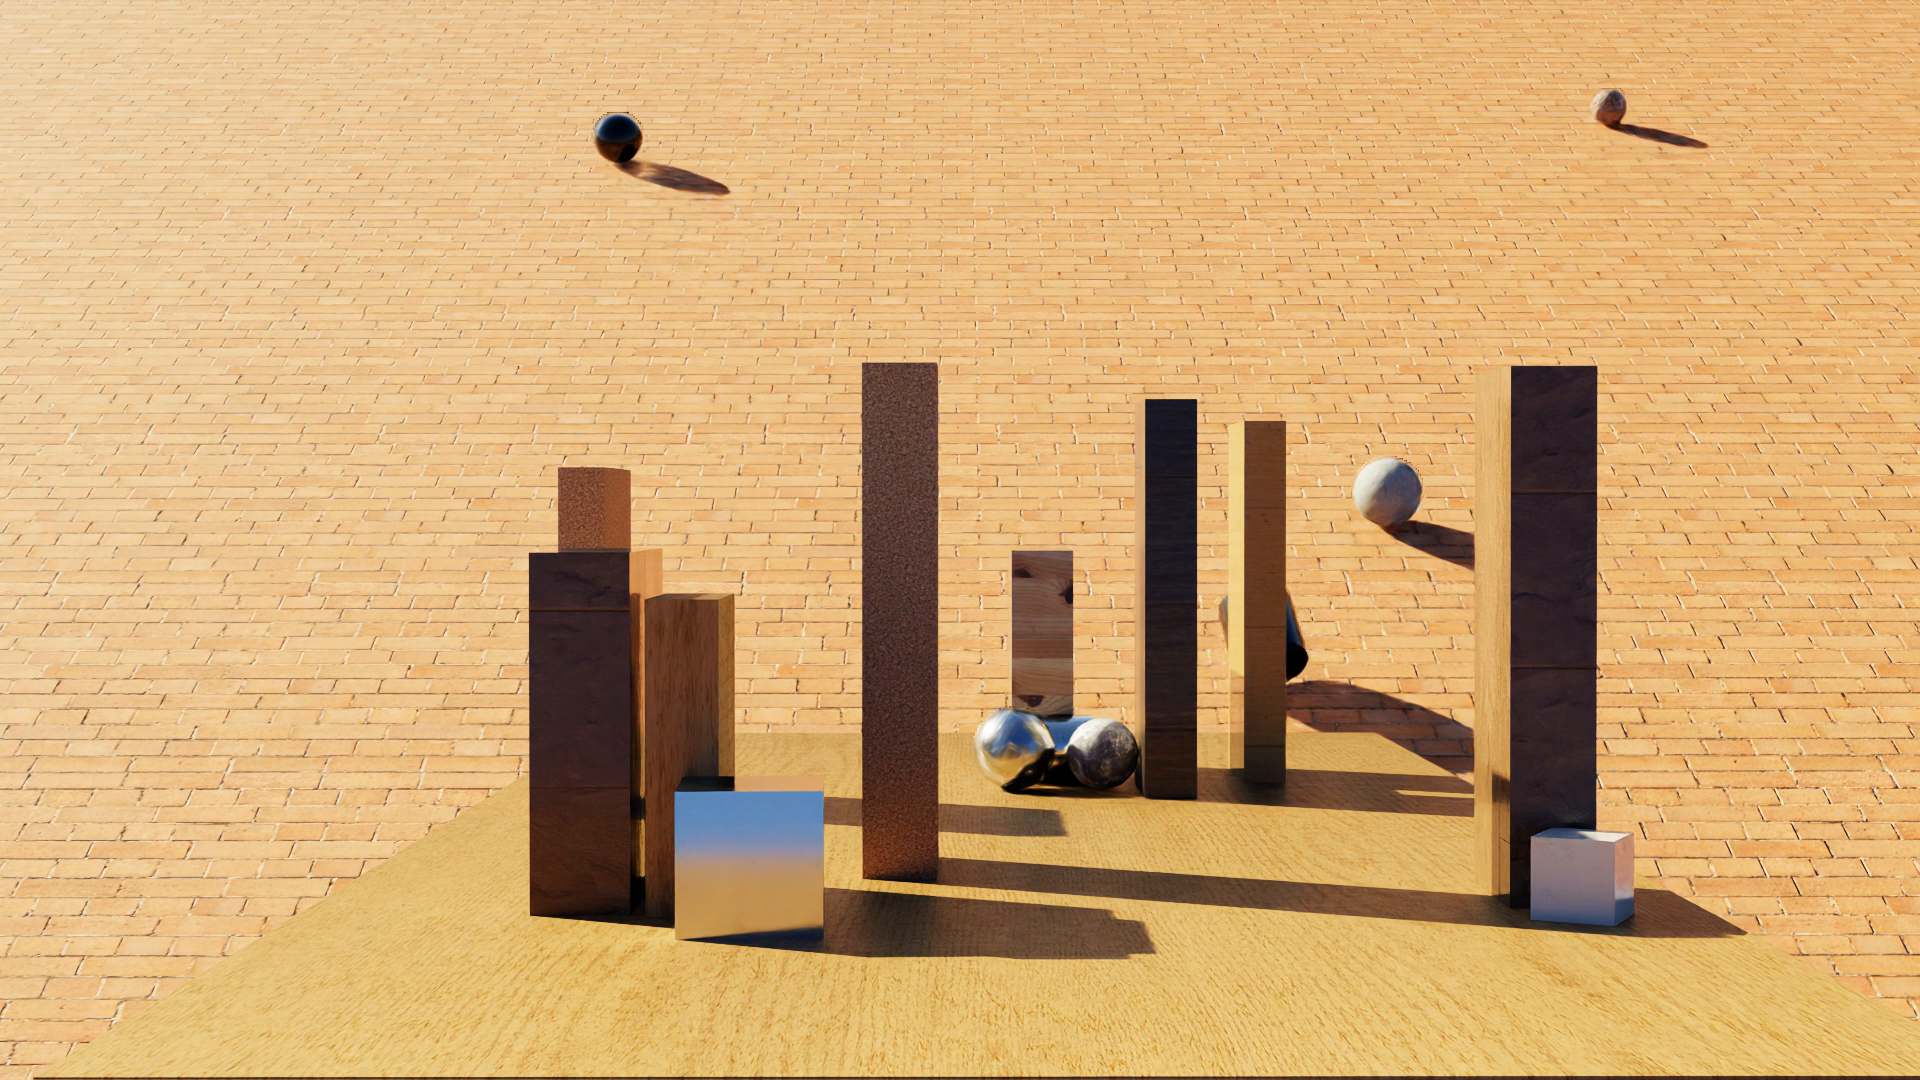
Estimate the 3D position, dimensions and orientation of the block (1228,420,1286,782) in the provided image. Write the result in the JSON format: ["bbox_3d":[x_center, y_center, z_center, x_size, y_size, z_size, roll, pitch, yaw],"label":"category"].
[{"bbox_3d":[0.637,0.127,5.554,0.088,0.756,0.308,0,1,0],"label":"block"}]

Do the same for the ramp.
[{"bbox_3d":[0.063,0.567,4.607,2.000,0.100,4.000,0,1,0],"label":"ramp"}]

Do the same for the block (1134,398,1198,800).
[{"bbox_3d":[0.416,0.115,5.239,0.103,0.789,0.297,0,1,0],"label":"block"}]

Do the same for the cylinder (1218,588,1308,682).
[{"bbox_3d":[0.816,0.255,6.960,0.204,0.204,0.204,-4,50,-8],"label":"cylinder"}]

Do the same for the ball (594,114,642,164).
[{"bbox_3d":[-1.405,-1.650,10.615,0.200,0.200,0.200,0,28,0],"label":"ball"}]

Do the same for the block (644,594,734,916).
[{"bbox_3d":[-0.391,0.305,3.761,0.103,0.446,0.265,0,1,0],"label":"block"}]

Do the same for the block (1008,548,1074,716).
[{"bbox_3d":[0.175,0.262,5.673,0.131,0.484,0.387,0,1,0],"label":"block"}]

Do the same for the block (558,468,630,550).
[{"bbox_3d":[-0.726,0.184,5.157,0.090,0.653,0.395,0,1,0],"label":"block"}]

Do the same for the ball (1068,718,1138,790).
[{"bbox_3d":[0.292,0.436,5.271,0.146,0.146,0.146,0,28,0],"label":"ball"}]

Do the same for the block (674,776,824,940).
[{"bbox_3d":[-0.285,0.431,3.534,0.197,0.197,0.197,0,1,-3],"label":"block"}]

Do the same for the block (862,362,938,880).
[{"bbox_3d":[-0.093,0.124,4.118,0.116,0.799,0.255,0,1,0],"label":"block"}]

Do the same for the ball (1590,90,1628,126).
[{"bbox_3d":[2.774,-1.849,11.041,0.152,0.152,0.152,0,28,0],"label":"ball"}]

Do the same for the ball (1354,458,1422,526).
[{"bbox_3d":[1.287,-0.143,7.776,0.203,0.203,0.203,0,28,0],"label":"ball"}]

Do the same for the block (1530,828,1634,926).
[{"bbox_3d":[0.873,0.470,3.620,0.116,0.116,0.116,0,1,27],"label":"block"}]

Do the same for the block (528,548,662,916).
[{"bbox_3d":[-0.535,0.271,3.837,0.142,0.512,0.408,0,1,0],"label":"block"}]

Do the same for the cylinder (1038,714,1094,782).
[{"bbox_3d":[0.206,0.437,5.411,0.141,0.141,0.141,0,28,-1],"label":"cylinder"}]

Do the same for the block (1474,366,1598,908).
[{"bbox_3d":[0.849,0.138,3.821,0.124,0.777,0.254,0,1,0],"label":"block"}]

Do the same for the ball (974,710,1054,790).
[{"bbox_3d":[0.111,0.427,5.261,0.164,0.164,0.164,0,28,0],"label":"ball"}]
